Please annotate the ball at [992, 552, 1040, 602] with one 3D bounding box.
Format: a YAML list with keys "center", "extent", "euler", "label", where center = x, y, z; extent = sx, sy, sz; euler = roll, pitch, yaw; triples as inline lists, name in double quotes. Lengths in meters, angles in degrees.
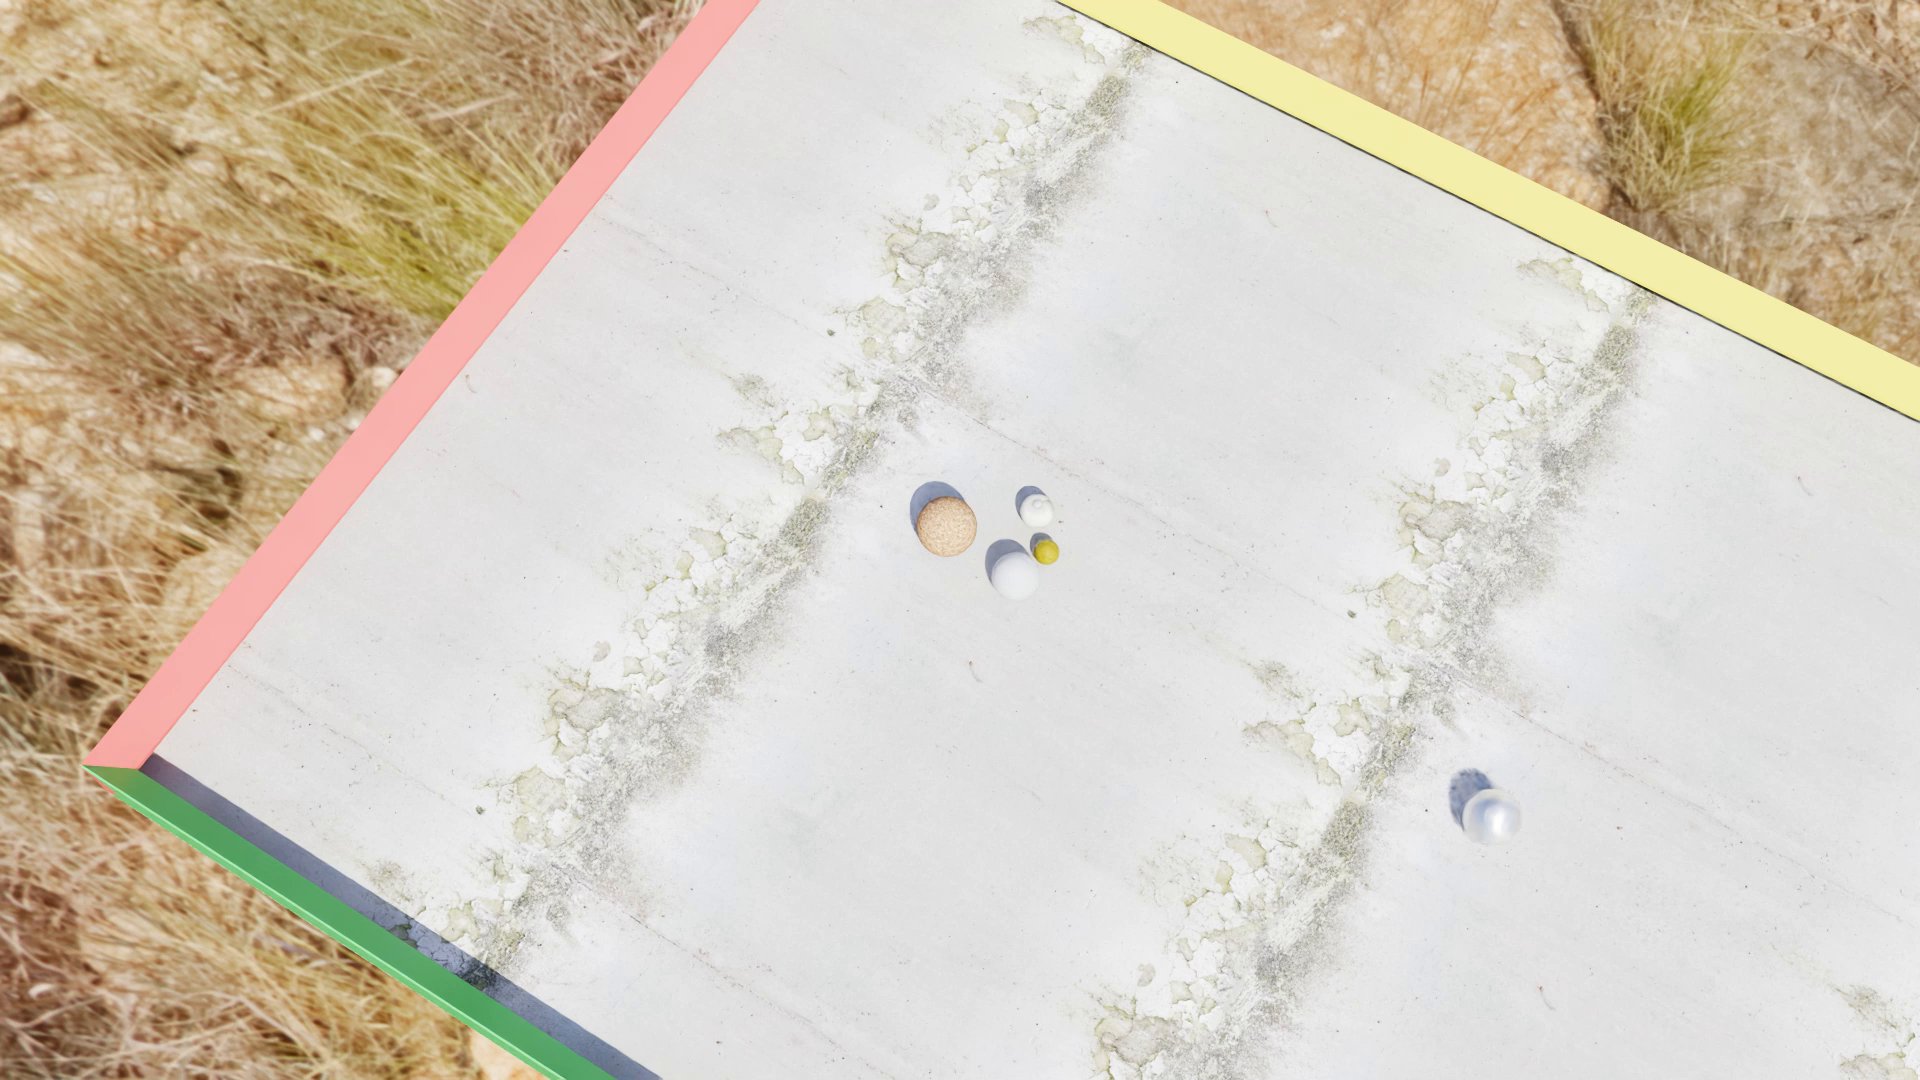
- center: [0.090, 0.059, 3.531]
  extent: [0.079, 0.079, 0.079]
  euler: [0, 65, 0]
  label: "ball"

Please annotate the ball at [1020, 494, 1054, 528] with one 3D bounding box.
- center: [0.126, -0.047, 3.592]
  extent: [0.056, 0.056, 0.056]
  euler: [0, 65, 0]
  label: "ball"

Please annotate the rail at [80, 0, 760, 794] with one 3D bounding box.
- center: [-0.756, -0.434, 3.730]
  extent: [0.045, 0.128, 2.094]
  euler: [29, 68, 13]
  label: "rail"

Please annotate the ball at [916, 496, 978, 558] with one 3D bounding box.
- center: [-0.021, -0.022, 3.557]
  extent: [0.099, 0.099, 0.099]
  euler: [0, 65, 0]
  label: "ball"

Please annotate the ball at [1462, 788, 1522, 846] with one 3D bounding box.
- center: [0.812, 0.424, 3.357]
  extent: [0.087, 0.087, 0.087]
  euler: [0, 65, 0]
  label: "ball"

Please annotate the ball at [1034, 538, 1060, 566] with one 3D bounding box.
- center: [0.141, 0.020, 3.568]
  extent: [0.043, 0.043, 0.043]
  euler: [0, 65, 0]
  label: "ball"

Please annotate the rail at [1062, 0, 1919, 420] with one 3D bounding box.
- center: [1.311, -0.373, 3.702]
  extent: [3.642, 0.128, 0.045]
  euler: [29, 68, 13]
  label: "rail"

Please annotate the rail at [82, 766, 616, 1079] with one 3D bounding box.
- center: [0.241, 1.211, 2.970]
  extent: [3.642, 0.128, 0.045]
  euler: [29, 68, 13]
  label: "rail"
